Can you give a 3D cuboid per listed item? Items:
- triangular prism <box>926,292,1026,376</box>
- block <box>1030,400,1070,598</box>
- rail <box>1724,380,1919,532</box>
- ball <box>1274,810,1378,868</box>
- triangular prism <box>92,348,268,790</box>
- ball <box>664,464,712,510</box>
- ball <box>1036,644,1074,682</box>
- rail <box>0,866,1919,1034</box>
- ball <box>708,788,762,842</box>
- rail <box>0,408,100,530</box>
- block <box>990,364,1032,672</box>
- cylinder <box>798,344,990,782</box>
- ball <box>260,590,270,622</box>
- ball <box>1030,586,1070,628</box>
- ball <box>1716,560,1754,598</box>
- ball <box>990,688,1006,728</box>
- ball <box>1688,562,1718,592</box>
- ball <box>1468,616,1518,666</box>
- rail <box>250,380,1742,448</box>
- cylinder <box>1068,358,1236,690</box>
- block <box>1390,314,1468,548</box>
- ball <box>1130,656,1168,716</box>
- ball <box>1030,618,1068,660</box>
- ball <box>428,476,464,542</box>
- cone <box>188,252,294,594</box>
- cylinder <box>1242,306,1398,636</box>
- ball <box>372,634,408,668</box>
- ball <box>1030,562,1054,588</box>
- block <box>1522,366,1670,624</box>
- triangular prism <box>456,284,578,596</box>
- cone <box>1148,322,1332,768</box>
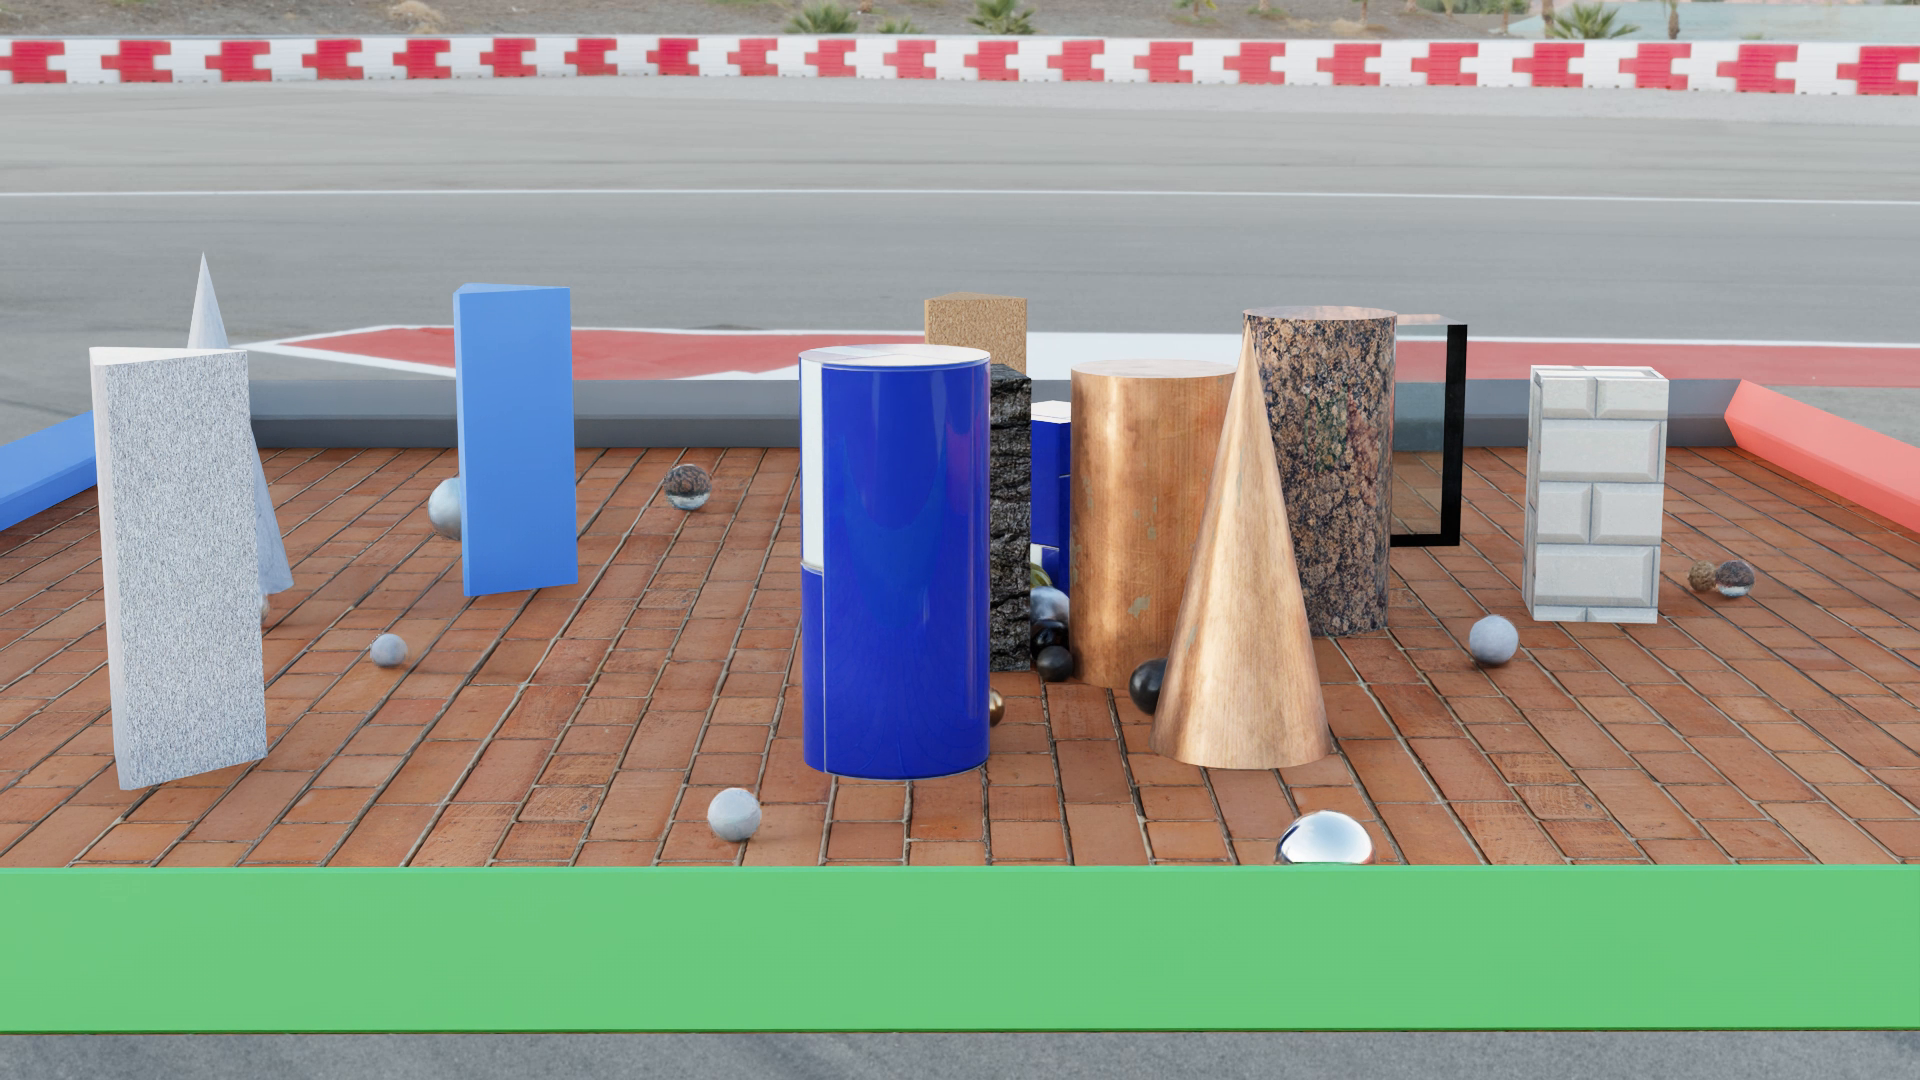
[{"bbox_3d":[0.014,-0.253,4.432,0.173,0.338,0.150,-2,11,-10],"label":"triangular prism"},{"bbox_3d":[0.128,-0.036,3.433,0.160,0.274,0.160,10,15,44],"label":"block"},{"bbox_3d":[1.496,0.032,3.457,0.045,0.130,3.058,0,10,0],"label":"rail"},{"bbox_3d":[0.318,0.280,2.230,0.090,0.090,0.090,0,10,0],"label":"ball"},{"bbox_3d":[-0.853,0.020,2.686,0.150,0.435,0.173,9,14,39],"label":"triangular prism"},{"bbox_3d":[-0.451,-0.087,4.252,0.077,0.077,0.077,0,10,0],"label":"ball"},{"bbox_3d":[0.114,0.148,3.072,0.044,0.044,0.044,0,10,0],"label":"ball"},{"bbox_3d":[0.009,0.307,1.968,3.039,0.130,0.045,0,10,0],"label":"rail"},{"bbox_3d":[-0.214,0.261,2.440,0.051,0.051,0.051,0,10,0],"label":"ball"},{"bbox_3d":[-1.496,0.035,3.440,0.045,0.130,3.058,0,10,0],"label":"rail"},{"bbox_3d":[-0.008,-0.029,3.162,0.160,0.358,0.160,-2,11,-11],"label":"block"},{"bbox_3d":[-0.068,0.019,2.705,0.200,0.431,0.200,0,10,0],"label":"cylinder"},{"bbox_3d":[-0.934,0.088,3.358,0.057,0.057,0.057,0,10,0],"label":"ball"},{"bbox_3d":[0.105,0.099,3.234,0.081,0.081,0.081,0,10,0],"label":"ball"},{"bbox_3d":[1.074,0.054,3.556,0.052,0.052,0.052,0,10,0],"label":"ball"},{"bbox_3d":[0.026,0.186,2.850,0.049,0.049,0.049,0,10,0],"label":"ball"},{"bbox_3d":[1.042,0.051,3.598,0.042,0.042,0.042,0,10,0],"label":"ball"},{"bbox_3d":[0.656,0.124,3.155,0.060,0.060,0.060,0,10,0],"label":"ball"},{"bbox_3d":[-0.009,-0.240,4.929,3.039,0.130,0.045,0,10,0],"label":"rail"},{"bbox_3d":[0.232,-0.022,3.089,0.200,0.372,0.200,0,10,0],"label":"cylinder"},{"bbox_3d":[0.680,-0.172,3.982,0.160,0.341,0.160,-1,11,-6],"label":"block"},{"bbox_3d":[0.226,0.166,2.910,0.067,0.067,0.067,0,10,0],"label":"ball"},{"bbox_3d":[0.109,0.125,3.157,0.057,0.057,0.057,0,10,0],"label":"ball"},{"bbox_3d":[-0.775,-0.048,3.977,0.100,0.100,0.100,0,10,0],"label":"ball"},{"bbox_3d":[-1.047,-0.167,3.591,0.200,0.474,0.200,0,10,0],"label":"cone"},{"bbox_3d":[0.468,-0.095,3.377,0.200,0.410,0.200,0,10,0],"label":"cylinder"},{"bbox_3d":[-0.698,0.136,3.141,0.042,0.042,0.042,0,10,0],"label":"ball"},{"bbox_3d":[0.074,0.074,3.322,0.099,0.099,0.099,0,10,0],"label":"ball"},{"bbox_3d":[0.852,-0.064,3.452,0.160,0.323,0.160,1,11,6],"label":"block"},{"bbox_3d":[-0.658,-0.148,3.638,0.173,0.421,0.150,-7,13,-34],"label":"triangular prism"},{"bbox_3d":[0.304,-0.005,2.748,0.200,0.463,0.200,0,10,0],"label":"cone"}]
